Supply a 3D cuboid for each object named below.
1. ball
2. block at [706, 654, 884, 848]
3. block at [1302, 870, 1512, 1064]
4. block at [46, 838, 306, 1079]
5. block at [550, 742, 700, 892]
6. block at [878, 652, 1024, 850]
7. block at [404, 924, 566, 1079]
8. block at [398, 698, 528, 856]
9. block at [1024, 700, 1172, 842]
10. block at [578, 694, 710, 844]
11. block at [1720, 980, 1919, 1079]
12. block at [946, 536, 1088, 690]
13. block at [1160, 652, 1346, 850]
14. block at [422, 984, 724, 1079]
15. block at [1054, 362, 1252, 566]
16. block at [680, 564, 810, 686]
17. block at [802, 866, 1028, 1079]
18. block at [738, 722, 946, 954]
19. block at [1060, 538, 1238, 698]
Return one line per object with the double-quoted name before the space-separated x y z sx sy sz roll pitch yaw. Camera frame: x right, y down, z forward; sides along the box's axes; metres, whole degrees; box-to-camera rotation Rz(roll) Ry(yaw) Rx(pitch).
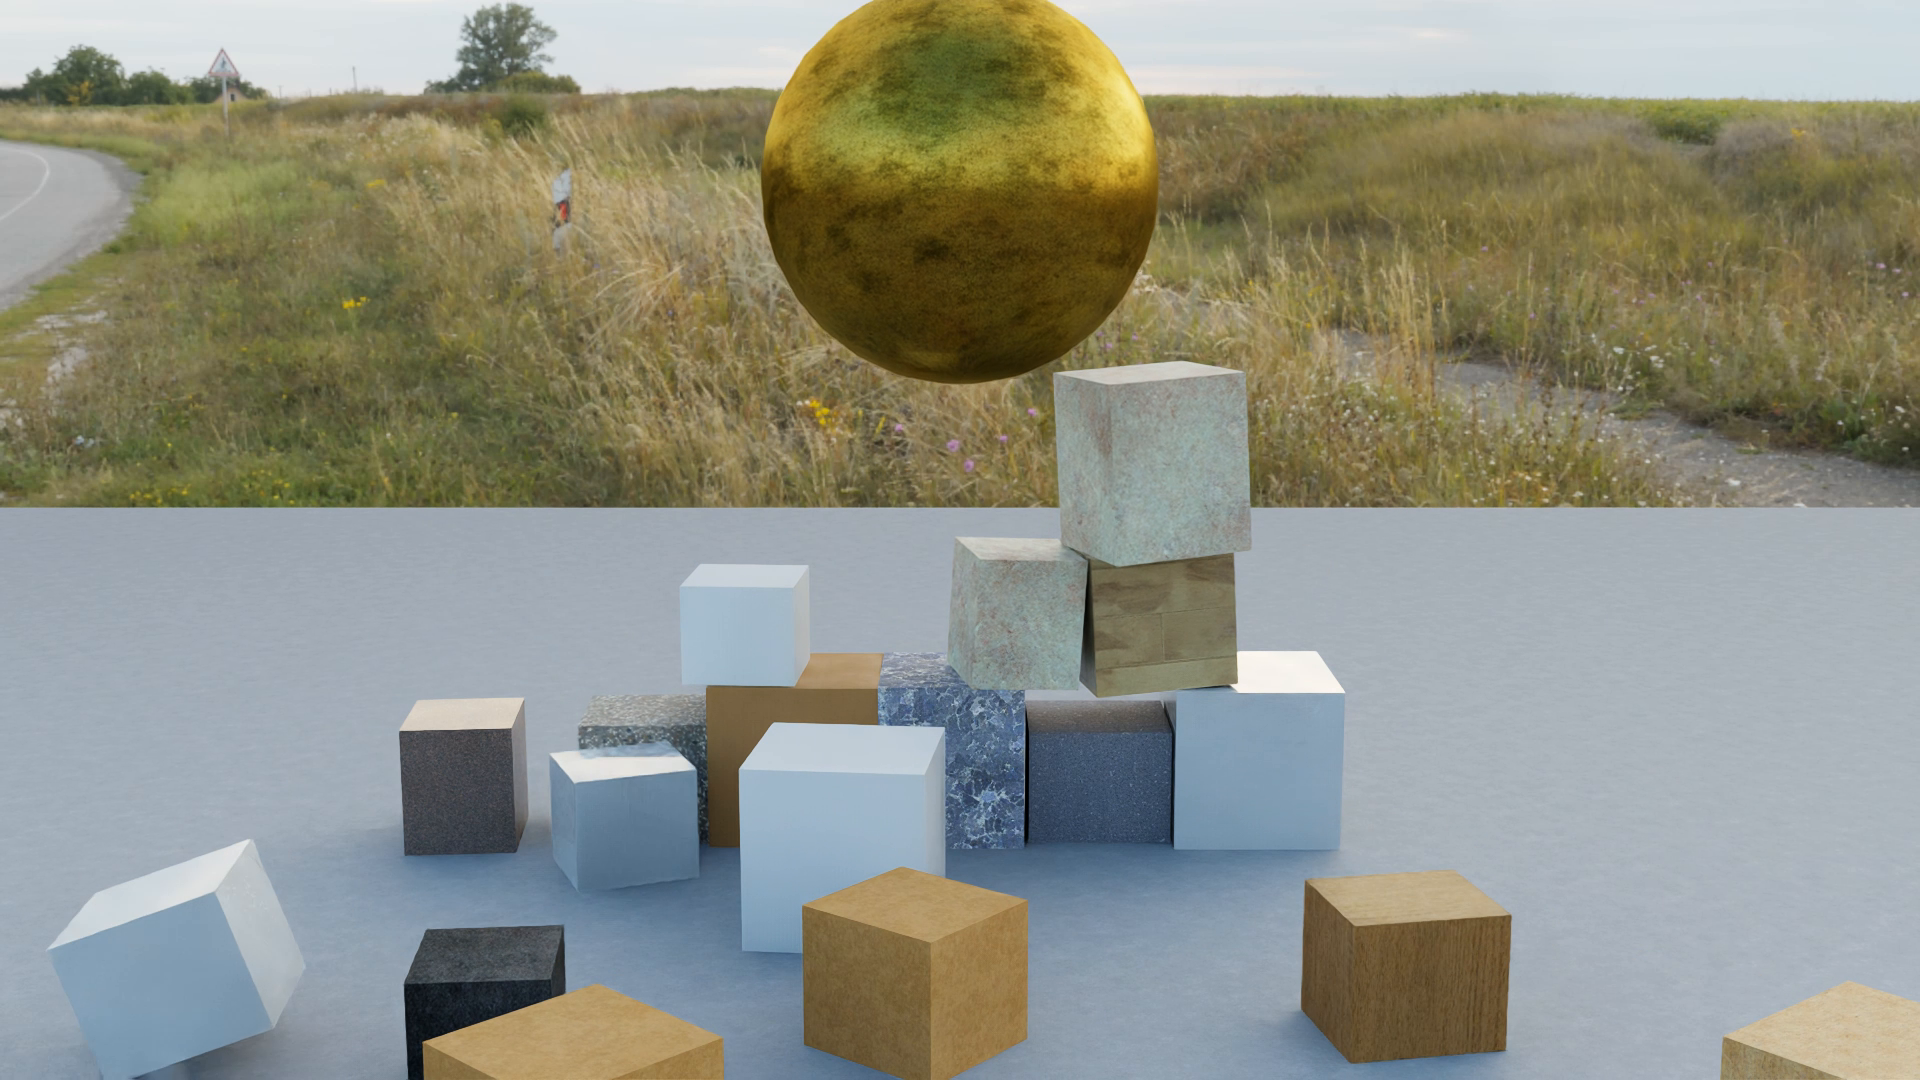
"ball" 0.000 -1.428 8.843 1.600 1.600 1.600 0 10 0
"block" -0.834 1.073 11.370 0.854 0.821 0.771 0 10 0
"block" 1.763 1.684 8.745 0.641 0.557 0.553 -2 10 -11
"block" -3.017 1.624 8.526 0.653 0.577 0.636 -19 12 -2
"block" -1.636 1.337 10.701 0.592 0.538 0.551 -4 11 -22
"block" -0.040 1.073 11.342 0.729 0.831 0.772 0 10 0
"block" -1.754 1.795 8.196 0.518 0.535 0.559 -1 10 -5
"block" -2.515 1.196 11.196 0.546 0.642 0.610 -1 10 -5
"block" 0.706 1.192 11.406 0.718 0.574 0.647 0 10 0
"block" -1.603 1.177 11.362 0.642 0.619 0.632 0 10 -3
"block" 2.943 1.925 7.088 0.758 0.676 0.652 -8 13 -38
"block" 0.281 0.365 11.075 0.543 0.651 0.587 1 11 -13
"block" 1.490 1.074 11.395 0.834 0.809 0.892 0 10 0
"block" -1.254 1.930 7.185 0.674 0.631 0.697 10 14 43
"block" 0.949 -0.396 10.925 0.713 0.877 0.738 -7 11 -18
"block" -1.089 0.428 11.225 0.569 0.502 0.584 1 10 4
"block" -0.174 1.697 8.625 0.649 0.575 0.597 8 13 38
"block" -0.512 1.335 9.916 0.808 0.826 0.779 1 10 6
"block" 0.954 0.353 11.198 0.726 0.693 0.684 -5 10 -10
